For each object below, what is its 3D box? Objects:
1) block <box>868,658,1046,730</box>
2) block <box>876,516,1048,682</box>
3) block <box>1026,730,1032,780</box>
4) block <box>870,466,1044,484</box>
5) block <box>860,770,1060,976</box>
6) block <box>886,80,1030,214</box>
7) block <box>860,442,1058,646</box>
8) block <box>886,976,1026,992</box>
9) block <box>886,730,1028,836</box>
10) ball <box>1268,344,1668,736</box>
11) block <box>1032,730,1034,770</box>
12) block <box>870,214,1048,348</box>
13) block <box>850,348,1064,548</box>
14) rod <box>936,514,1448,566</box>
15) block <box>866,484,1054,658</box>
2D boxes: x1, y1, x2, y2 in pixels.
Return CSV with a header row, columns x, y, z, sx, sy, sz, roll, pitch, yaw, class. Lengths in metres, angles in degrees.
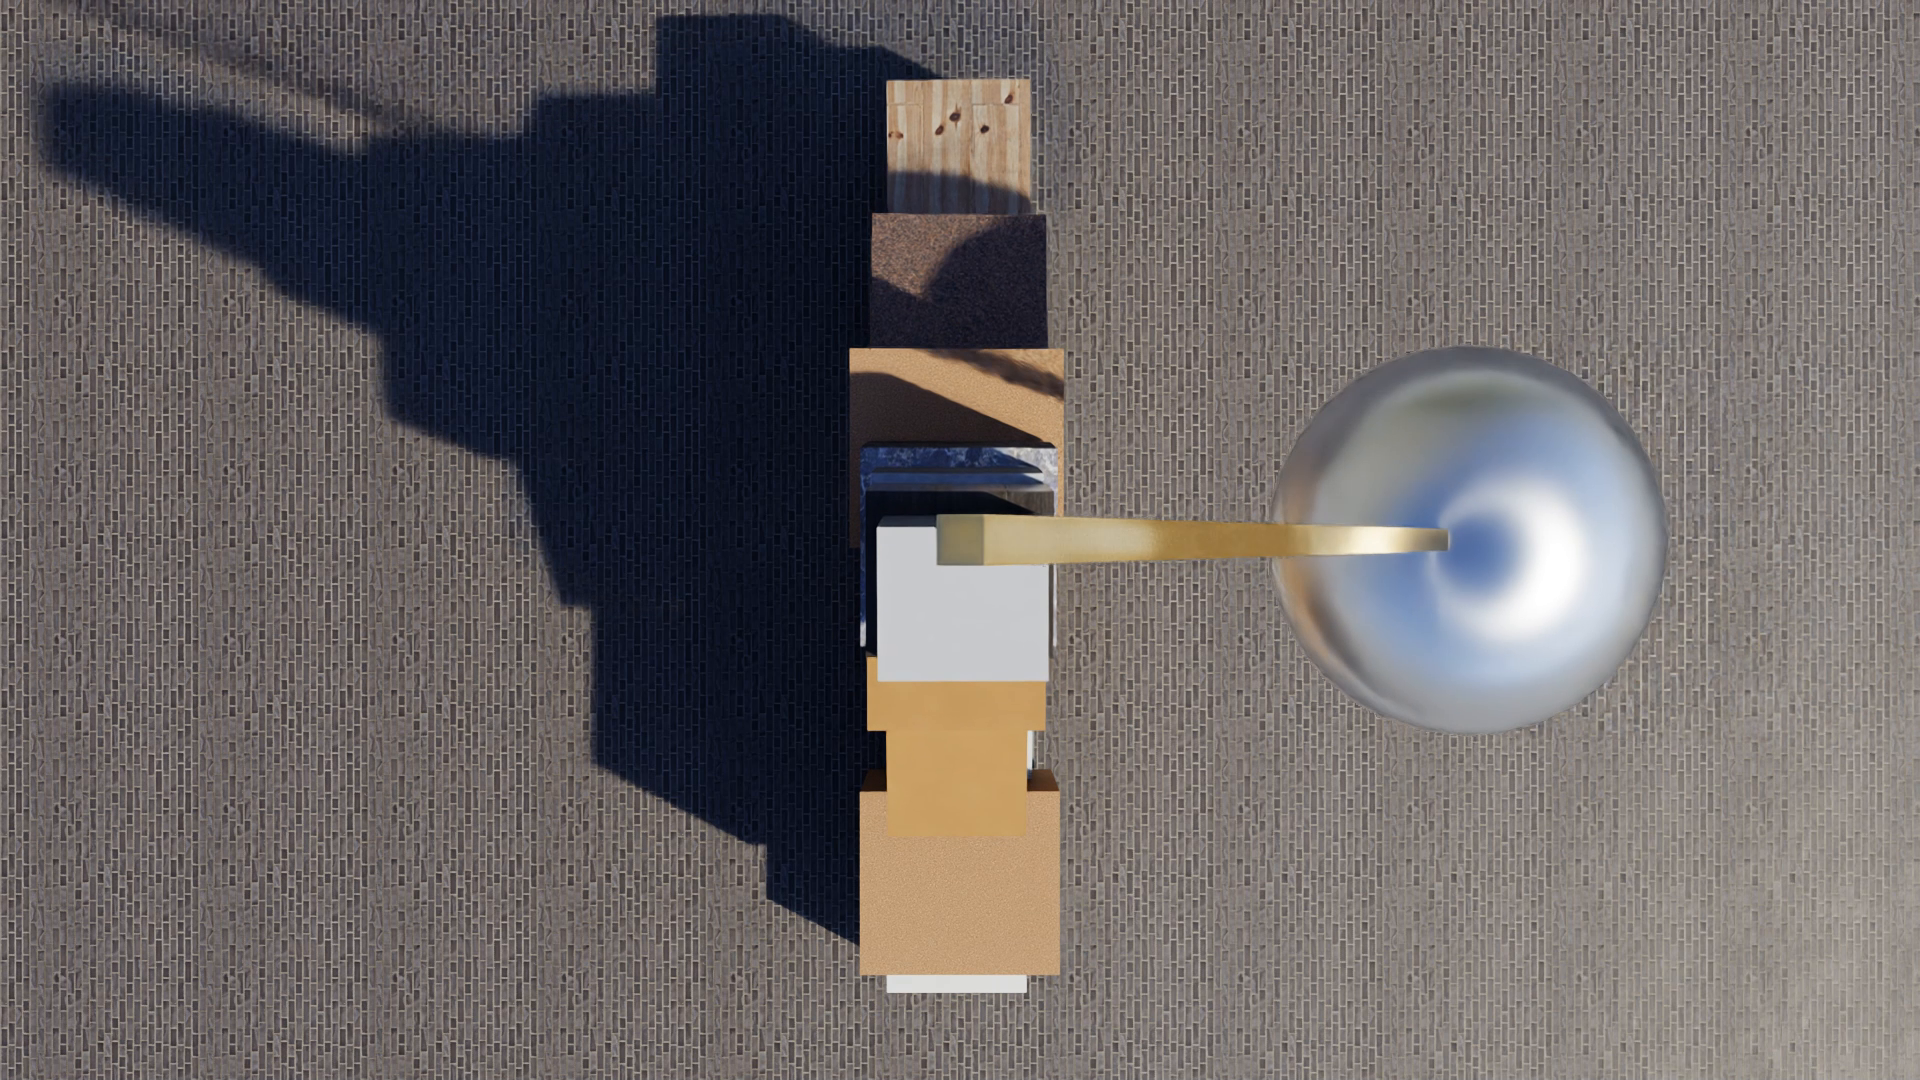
x,y,z,sx,sy,sz,roll,pitch,yaw,class
-0.016,0.469,9.888,0.774,0.716,0.655,0,96,0,block
0.009,0.185,7.336,0.549,0.575,0.497,0,94,0,block
0.019,0.863,11.799,0.715,0.617,0.773,0,90,0,block
-0.012,0.052,8.439,0.641,0.543,0.641,0,94,0,block
-0.001,1.729,11.609,1.007,1.071,0.924,0,90,0,block
-0.007,-1.991,11.716,0.739,0.707,0.775,0,90,0,block
-0.005,0.000,9.097,0.778,0.776,0.790,0,94,0,block
-0.018,2.103,12.572,0.771,0.855,0.794,0,90,0,block
-0.016,0.924,10.881,0.672,0.768,0.784,0,114,0,block
2.074,0.000,9.047,1.600,1.600,1.600,0,90,0,ball
0.001,1.308,12.583,0.821,0.835,0.775,0,90,0,block
-0.007,-1.093,10.930,0.841,0.871,0.764,0,75,0,block
-0.015,-0.397,9.866,0.924,0.751,0.862,0,90,0,block
0.899,0.000,5.857,0.080,5.200,0.080,0,90,20,rod
-0.001,0.100,7.894,0.652,0.550,0.579,0,94,0,block
